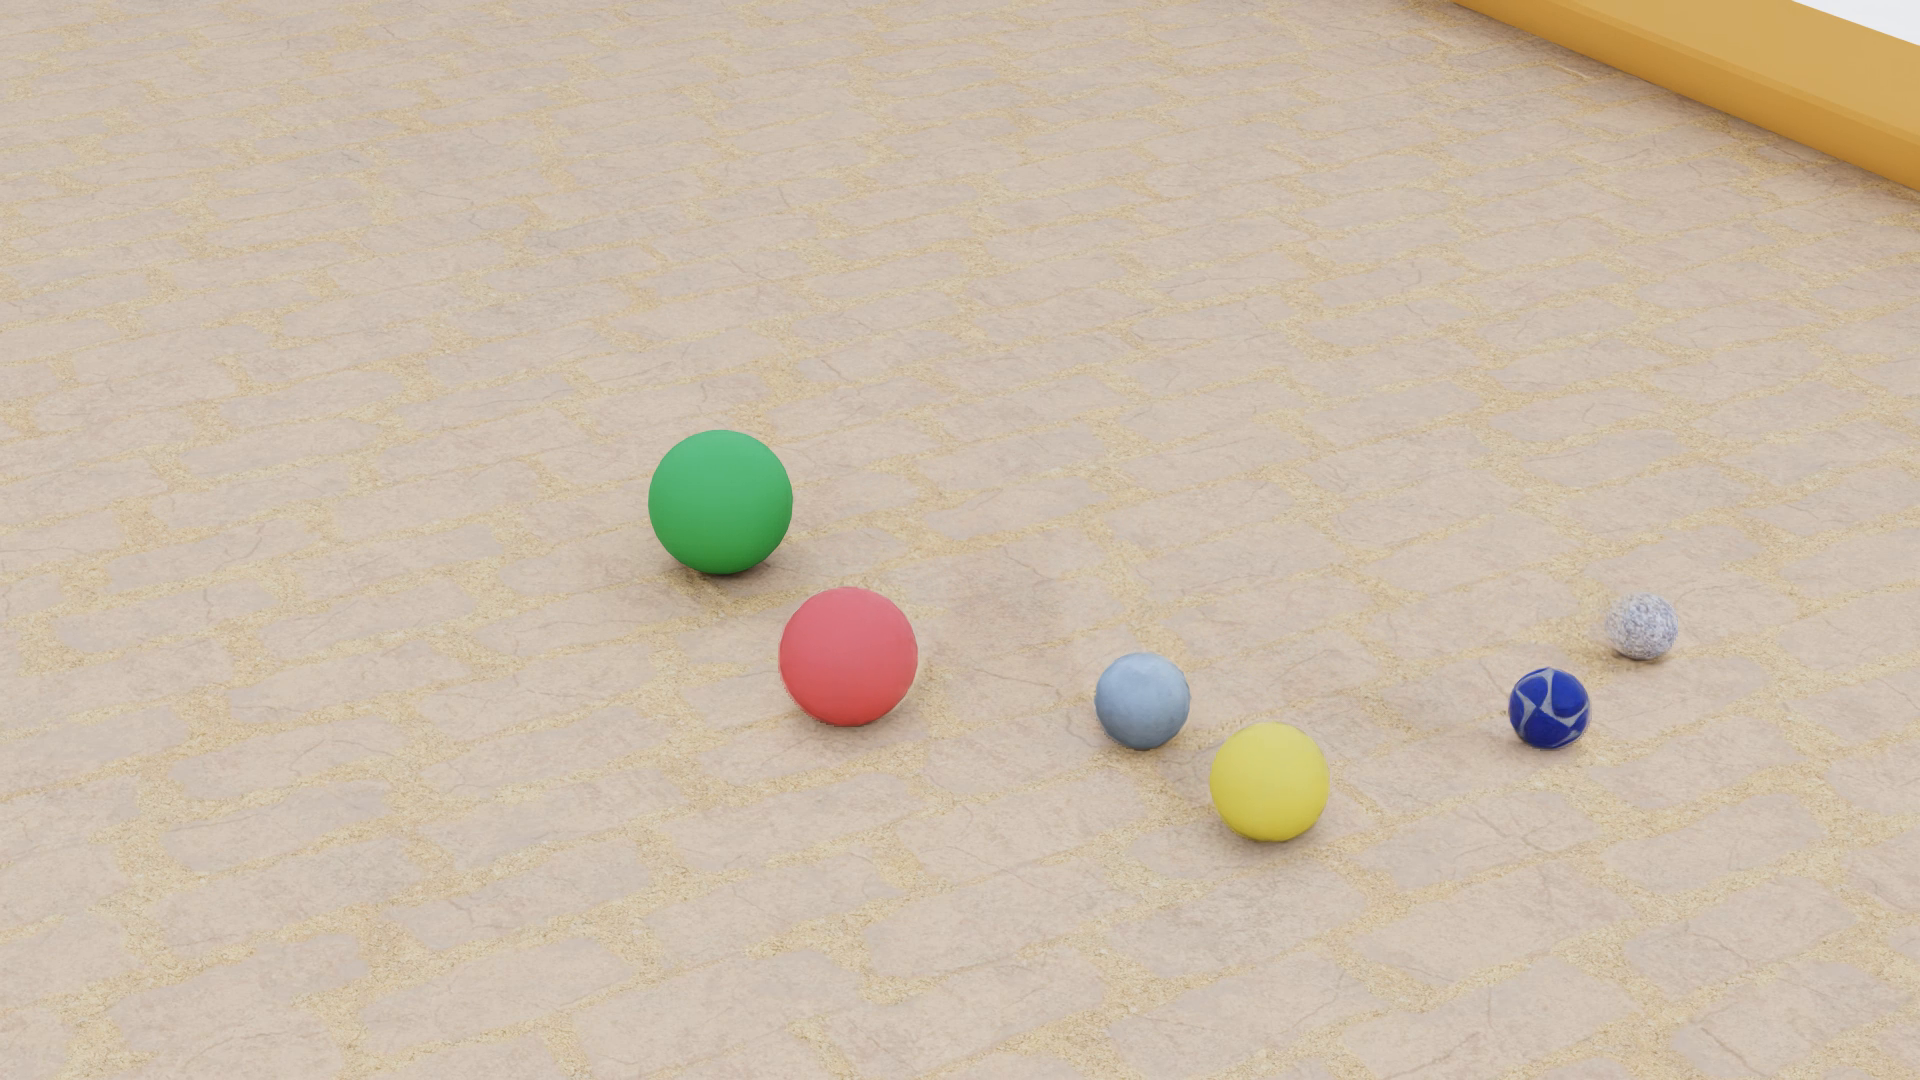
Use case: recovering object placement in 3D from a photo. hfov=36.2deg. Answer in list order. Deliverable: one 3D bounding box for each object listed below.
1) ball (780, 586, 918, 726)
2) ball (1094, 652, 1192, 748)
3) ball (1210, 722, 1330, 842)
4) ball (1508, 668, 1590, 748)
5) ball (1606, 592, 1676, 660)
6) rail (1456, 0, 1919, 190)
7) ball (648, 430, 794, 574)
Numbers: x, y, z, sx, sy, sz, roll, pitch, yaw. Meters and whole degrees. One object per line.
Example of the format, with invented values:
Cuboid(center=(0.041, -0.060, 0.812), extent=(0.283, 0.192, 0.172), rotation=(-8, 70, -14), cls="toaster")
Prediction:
Cuboid(center=(-0.068, 0.071, 1.798), extent=(0.085, 0.085, 0.085), rotation=(0, 27, 0), cls="ball")
Cuboid(center=(0.110, 0.097, 1.777), extent=(0.058, 0.058, 0.058), rotation=(0, 27, 0), cls="ball")
Cuboid(center=(0.178, 0.138, 1.684), extent=(0.069, 0.069, 0.069), rotation=(0, 27, 0), cls="ball")
Cuboid(center=(0.356, 0.102, 1.778), extent=(0.049, 0.049, 0.049), rotation=(0, 27, 0), cls="ball")
Cuboid(center=(0.434, 0.054, 1.876), extent=(0.043, 0.043, 0.043), rotation=(0, 27, 0), cls="ball")
Cuboid(center=(0.466, -0.667, 3.193), extent=(0.045, 0.126, 3.965), rotation=(-15, 30, -26), cls="rail")
Cuboid(center=(-0.161, -0.025, 1.973), extent=(0.097, 0.097, 0.097), rotation=(0, 27, 0), cls="ball")
